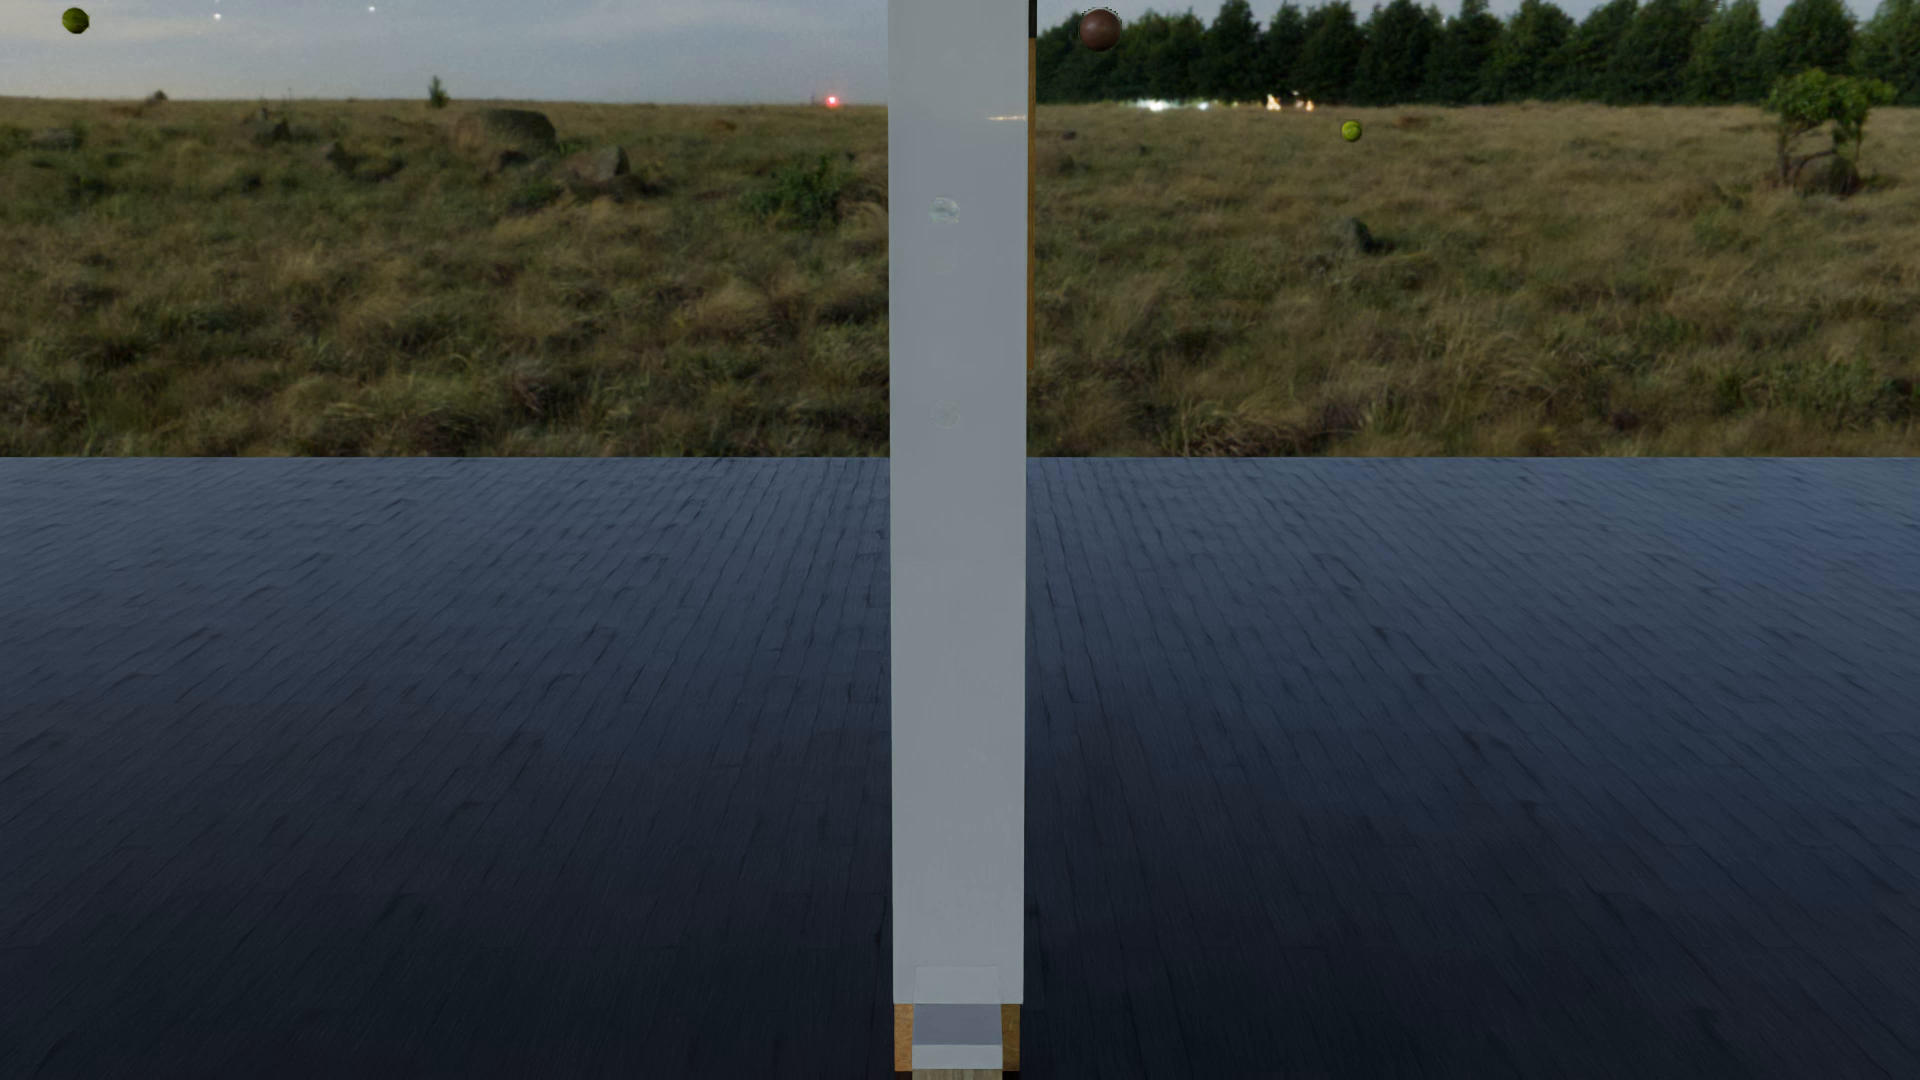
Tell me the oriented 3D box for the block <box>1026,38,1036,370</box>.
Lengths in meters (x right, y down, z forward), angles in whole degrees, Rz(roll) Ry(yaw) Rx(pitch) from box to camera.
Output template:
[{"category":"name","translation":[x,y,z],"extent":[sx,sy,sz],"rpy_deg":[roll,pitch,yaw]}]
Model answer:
[{"category":"block","translation":[0.004,-0.394,2.591],"extent":[0.168,0.383,0.048],"rpy_deg":[0,11,0]}]

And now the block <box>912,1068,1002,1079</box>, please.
[{"category":"block","translation":[-0.003,0.694,2.545],"extent":[0.103,0.205,0.029],"rpy_deg":[0,11,0]}]

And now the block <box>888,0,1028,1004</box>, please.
[{"category":"block","translation":[-0.002,-0.181,2.491],"extent":[0.154,1.477,0.044],"rpy_deg":[0,10,0]}]

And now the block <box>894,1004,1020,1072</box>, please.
[{"category":"block","translation":[-0.004,0.548,2.969],"extent":[0.169,0.337,0.048],"rpy_deg":[0,11,0]}]

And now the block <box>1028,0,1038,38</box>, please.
[{"category":"block","translation":[0.004,-0.626,2.661],"extent":[0.168,0.048,0.336],"rpy_deg":[0,11,0]}]

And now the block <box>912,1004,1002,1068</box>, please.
[{"category":"block","translation":[-0.003,0.567,2.591],"extent":[0.103,0.029,0.205],"rpy_deg":[0,11,0]}]
